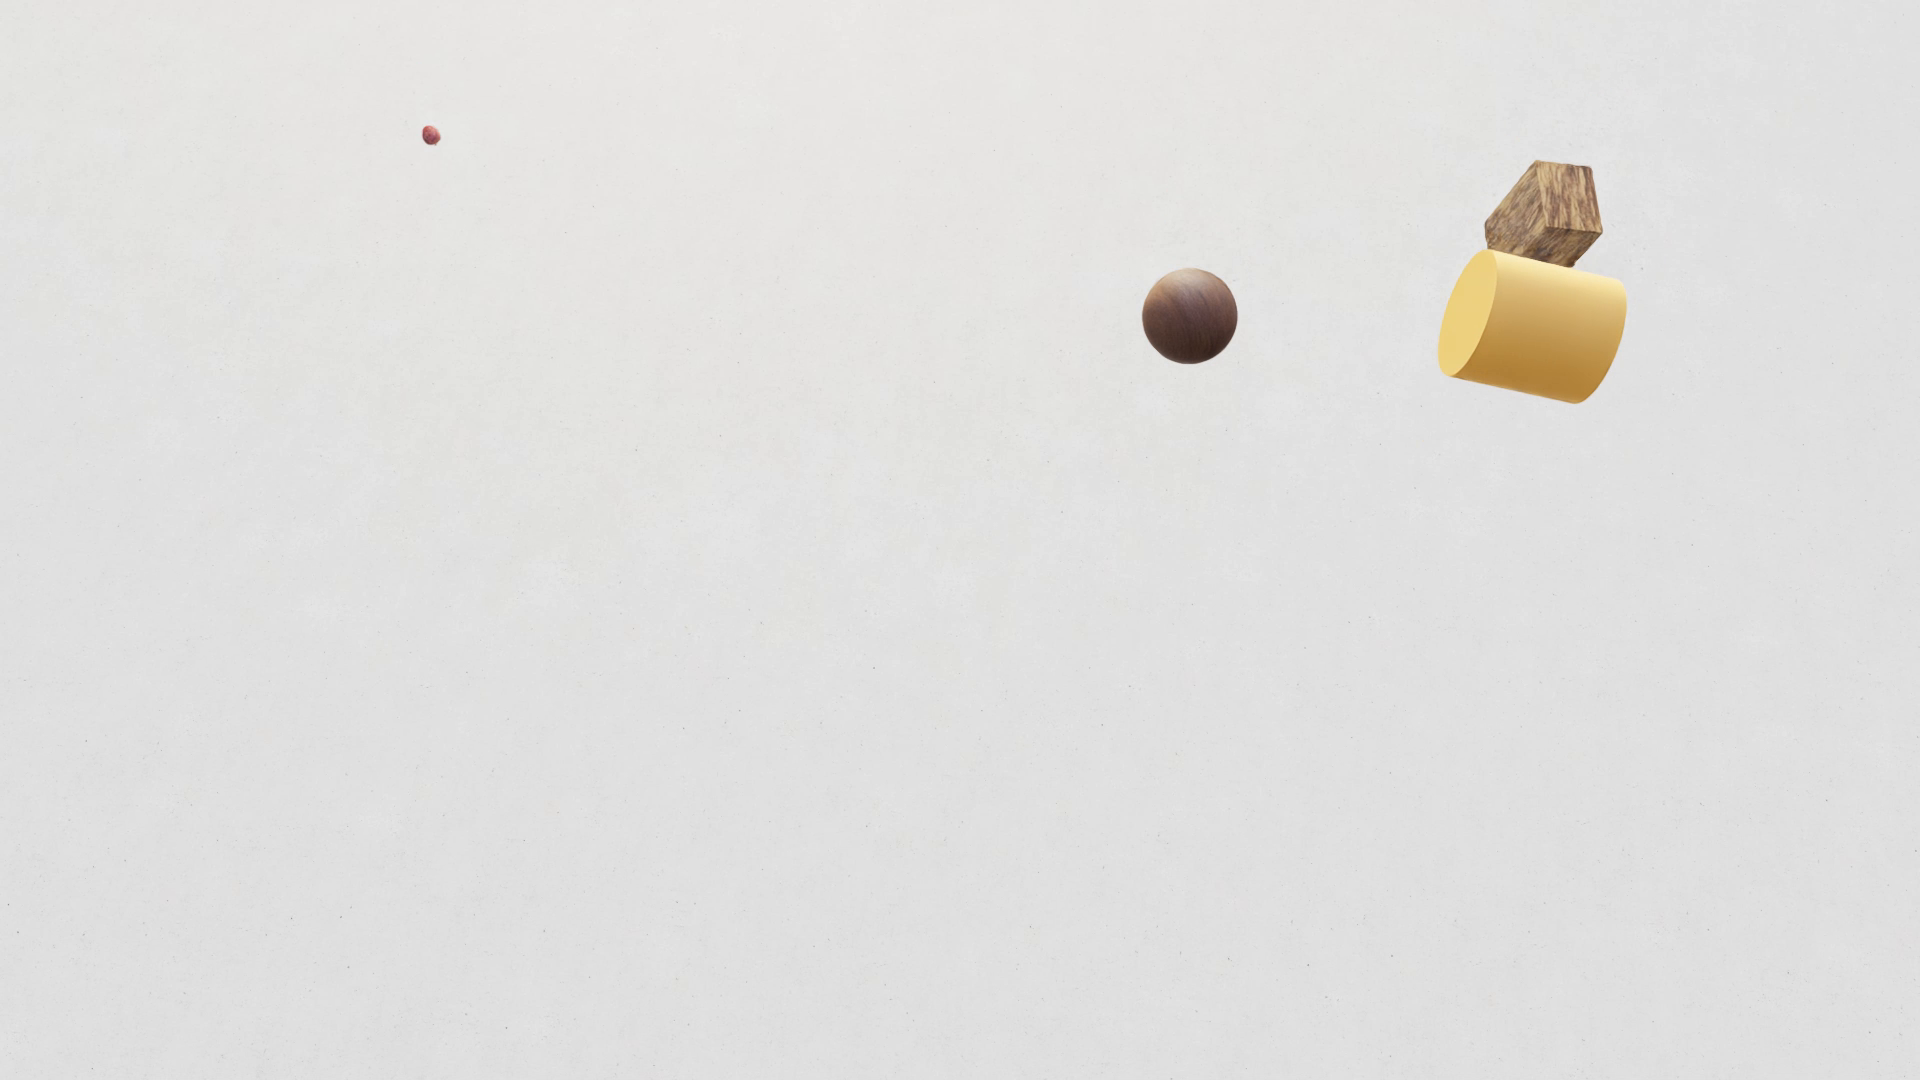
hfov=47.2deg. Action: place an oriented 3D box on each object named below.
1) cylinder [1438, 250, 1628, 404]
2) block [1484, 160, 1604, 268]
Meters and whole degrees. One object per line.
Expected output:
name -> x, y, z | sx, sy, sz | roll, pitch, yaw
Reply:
cylinder -> 0.795, -0.296, 3.064 | 0.195, 0.189, 0.147 | 11, 34, -11
block -> 1.137, -0.610, 4.298 | 0.119, 0.224, 0.150 | 4, 64, -13
